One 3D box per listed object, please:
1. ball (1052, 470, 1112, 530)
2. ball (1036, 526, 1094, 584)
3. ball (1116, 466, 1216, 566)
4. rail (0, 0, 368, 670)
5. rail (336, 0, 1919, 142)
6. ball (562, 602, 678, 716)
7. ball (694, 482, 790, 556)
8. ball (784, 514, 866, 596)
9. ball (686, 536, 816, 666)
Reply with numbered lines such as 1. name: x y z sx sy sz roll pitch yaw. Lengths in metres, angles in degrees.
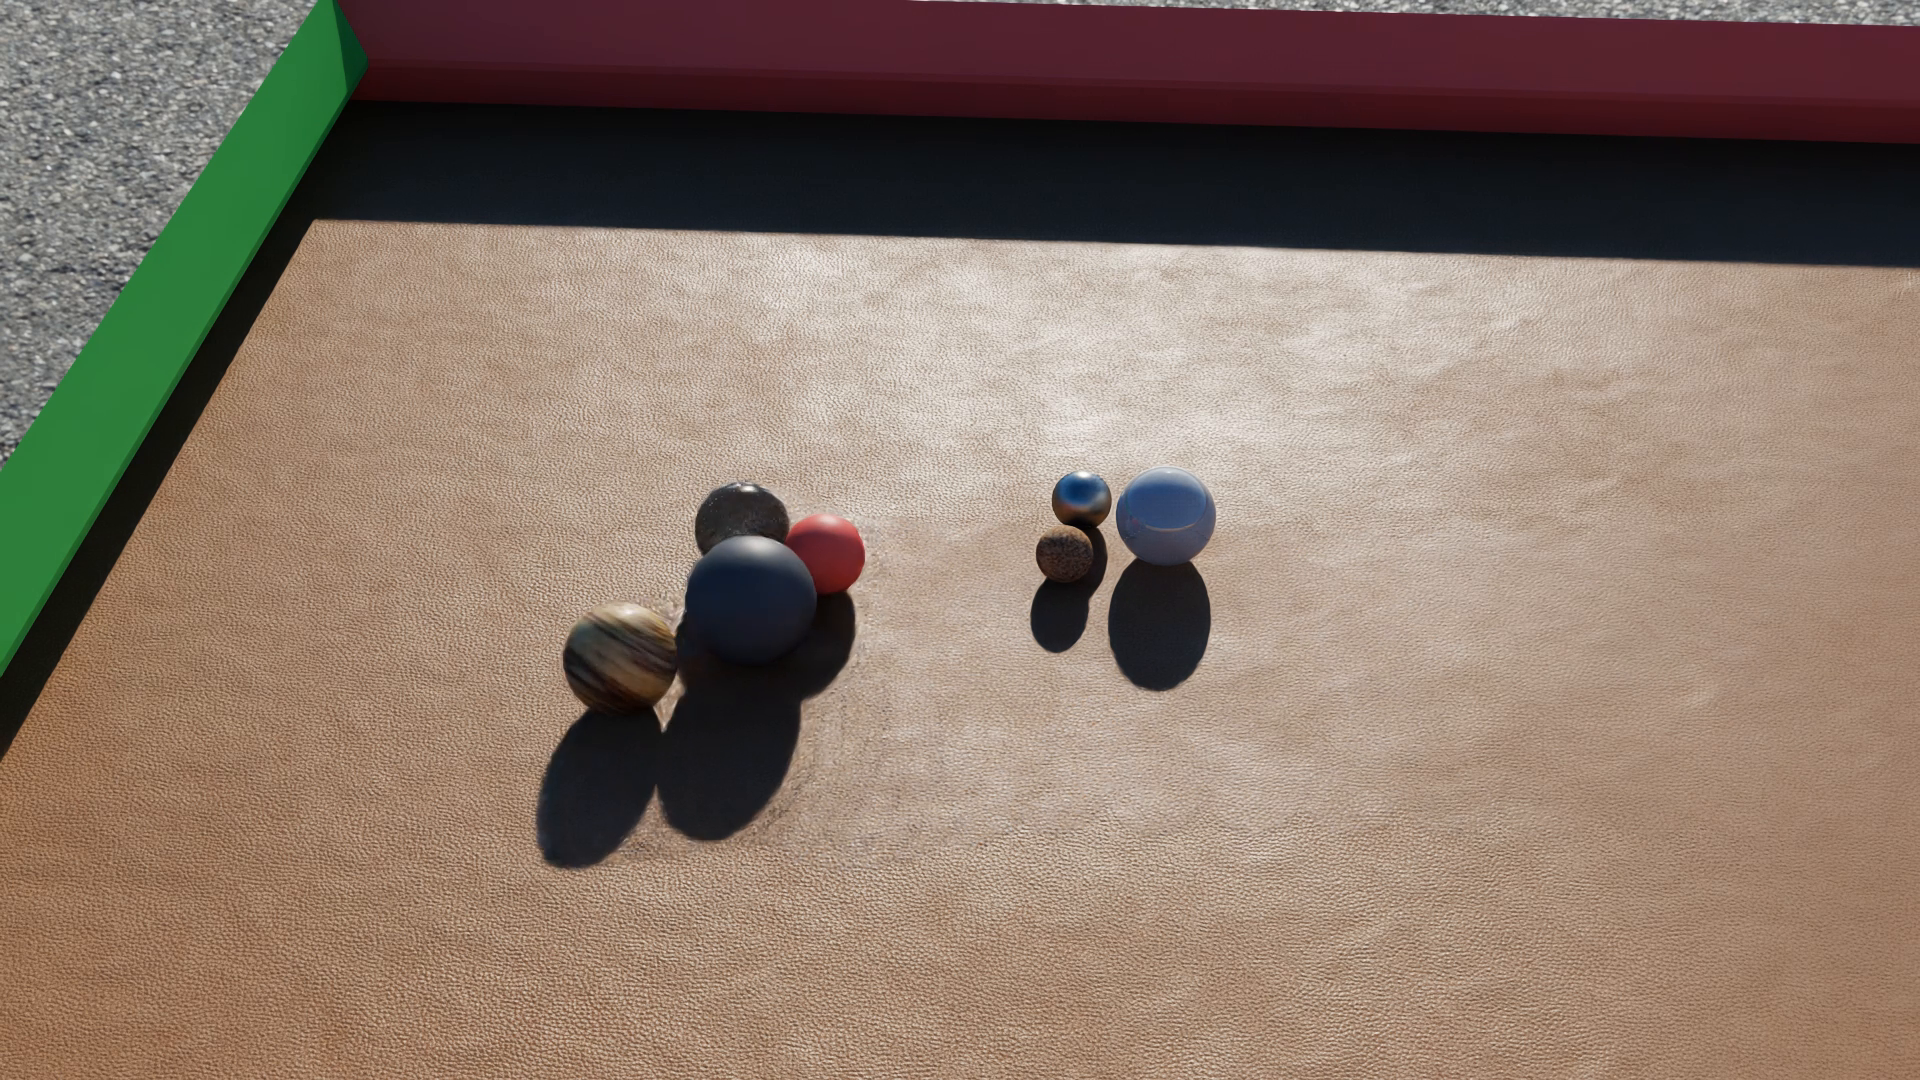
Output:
1. ball: 0.094 -0.030 1.973 0.047 0.047 0.047 0 35 0
2. ball: 0.078 0.011 1.917 0.043 0.043 0.043 0 35 0
3. ball: 0.155 -0.018 1.930 0.076 0.076 0.076 0 35 0
4. rail: -0.656 -0.049 1.933 0.045 0.121 1.581 2 35 3
5. rail: 0.729 -0.437 2.490 2.724 0.121 0.045 2 35 3
6. ball: -0.236 0.083 1.782 0.079 0.079 0.079 0 35 0
7. ball: -0.163 -0.008 1.919 0.072 0.072 0.072 0 35 0
8. ball: -0.101 0.011 1.901 0.061 0.061 0.061 0 35 0
9. ball: -0.149 0.043 1.826 0.093 0.093 0.093 0 35 0
